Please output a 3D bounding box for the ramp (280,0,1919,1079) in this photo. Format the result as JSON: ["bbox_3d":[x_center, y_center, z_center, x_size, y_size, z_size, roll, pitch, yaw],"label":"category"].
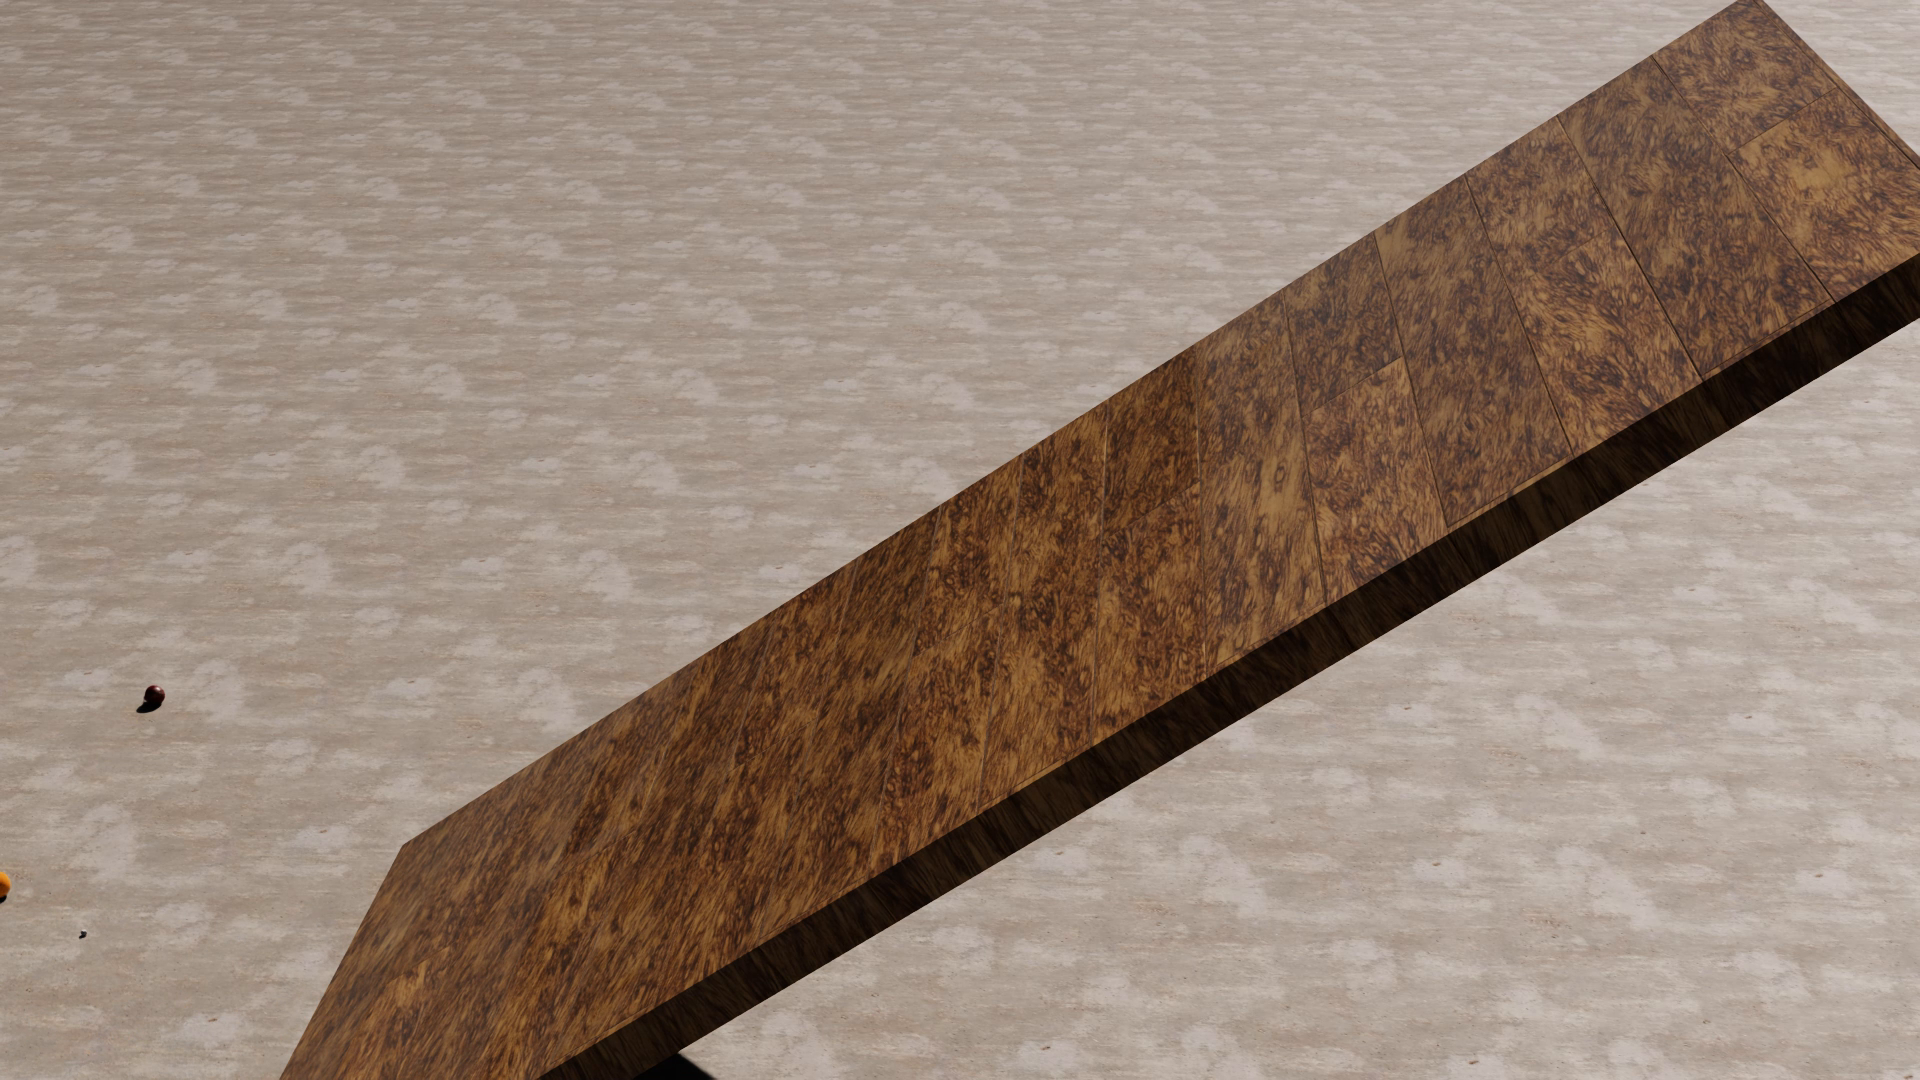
[{"bbox_3d":[0.136,0.173,6.304,4.000,0.100,2.000,-32,16,15],"label":"ramp"}]
